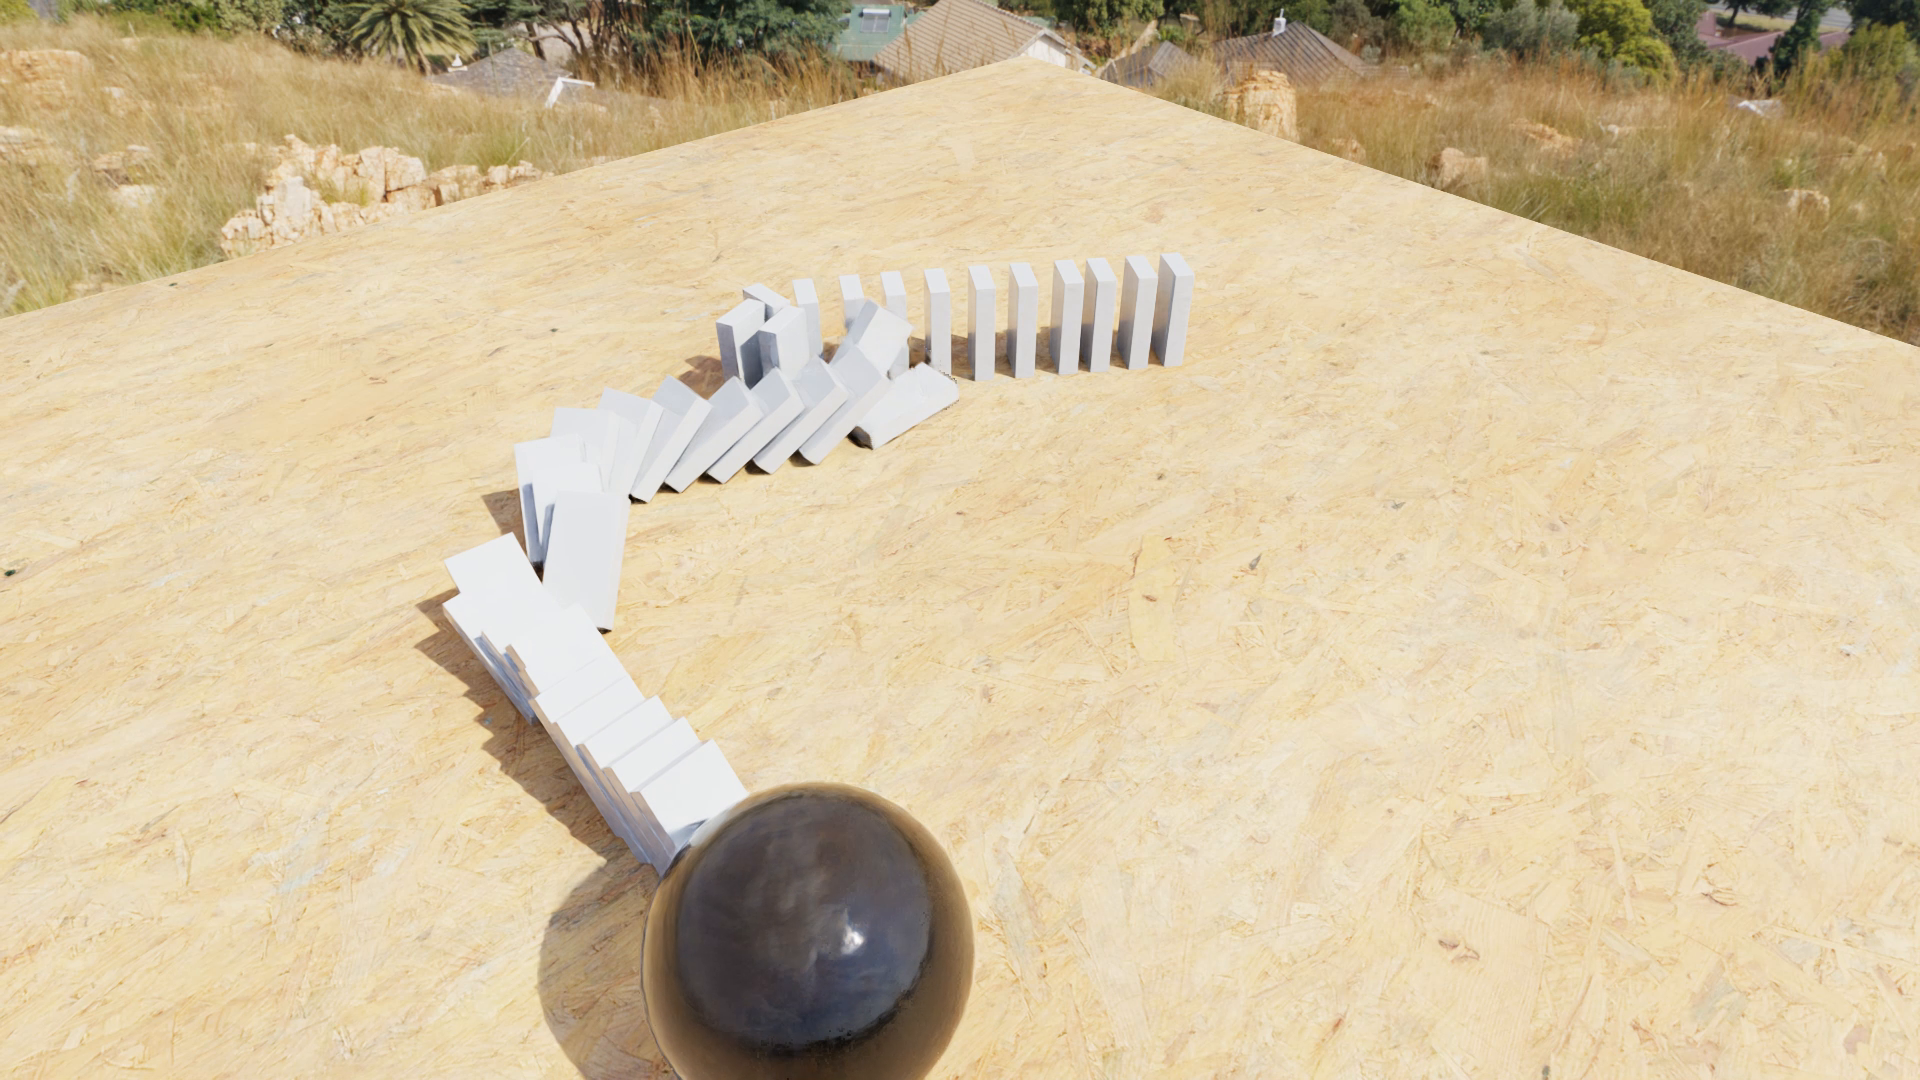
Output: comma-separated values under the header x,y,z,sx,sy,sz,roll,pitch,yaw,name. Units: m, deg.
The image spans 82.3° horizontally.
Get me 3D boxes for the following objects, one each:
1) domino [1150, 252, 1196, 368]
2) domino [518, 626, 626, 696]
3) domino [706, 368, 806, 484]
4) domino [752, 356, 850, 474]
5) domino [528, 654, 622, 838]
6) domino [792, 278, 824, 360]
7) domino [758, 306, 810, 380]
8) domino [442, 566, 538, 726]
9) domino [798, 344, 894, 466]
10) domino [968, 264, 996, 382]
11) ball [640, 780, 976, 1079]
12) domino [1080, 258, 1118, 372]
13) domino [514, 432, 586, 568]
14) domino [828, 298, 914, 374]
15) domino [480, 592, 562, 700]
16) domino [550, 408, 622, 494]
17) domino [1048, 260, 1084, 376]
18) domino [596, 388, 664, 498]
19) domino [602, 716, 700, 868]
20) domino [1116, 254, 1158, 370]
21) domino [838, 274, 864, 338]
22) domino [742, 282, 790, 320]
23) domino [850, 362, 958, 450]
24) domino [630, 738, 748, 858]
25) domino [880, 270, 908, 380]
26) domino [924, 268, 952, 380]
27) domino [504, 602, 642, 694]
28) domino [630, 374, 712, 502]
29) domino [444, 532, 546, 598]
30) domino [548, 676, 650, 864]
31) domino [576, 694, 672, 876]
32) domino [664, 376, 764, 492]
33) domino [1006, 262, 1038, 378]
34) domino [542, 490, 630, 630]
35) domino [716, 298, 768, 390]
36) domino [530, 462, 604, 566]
x,y,z,sx,sy,sz,roll,pitch,yaw,name
0.106,-0.115,0.552,0.009,0.050,0.025,-6,40,-7,domino
-0.114,0.056,0.349,0.025,0.050,0.010,-35,8,-35,domino
-0.092,-0.050,0.482,0.050,0.009,0.025,-41,45,9,domino
-0.074,-0.055,0.486,0.050,0.009,0.025,-43,50,10,domino
-0.108,0.063,0.339,0.025,0.050,0.010,-35,8,-35,domino
-0.073,-0.097,0.530,0.010,0.050,0.025,-8,40,-10,domino
-0.080,-0.080,0.509,0.009,0.050,0.025,16,42,18,domino
-0.152,0.036,0.380,0.025,0.009,0.050,-36,81,-33,domino
-0.055,-0.060,0.491,0.050,0.009,0.025,-45,57,8,domino
0.010,-0.106,0.541,0.009,0.050,0.025,-5,40,-7,domino
-0.036,0.099,0.267,0.080,0.080,0.080,0,39,0,ball
0.069,-0.112,0.548,0.010,0.050,0.025,-5,40,-6,domino
-0.161,-0.016,0.440,0.025,0.009,0.050,-11,76,-6,domino
-0.045,-0.084,0.511,0.009,0.050,0.025,40,12,37,domino
-0.135,0.044,0.370,0.025,0.010,0.050,-35,81,-35,domino
-0.158,-0.029,0.455,0.025,0.009,0.050,4,78,11,domino
0.053,-0.110,0.546,0.010,0.050,0.025,-5,40,-6,domino
-0.147,-0.037,0.466,0.025,0.010,0.050,17,82,20,domino
-0.079,0.080,0.320,0.025,0.050,0.010,-35,8,-35,domino
0.088,-0.114,0.550,0.010,0.050,0.025,-5,40,-6,domino
-0.051,-0.100,0.534,0.010,0.050,0.025,-7,40,-8,domino
-0.090,-0.095,0.527,0.009,0.050,0.025,-30,48,-31,domino
-0.029,-0.063,0.514,0.050,0.010,0.025,-34,49,-22,domino
-0.069,0.085,0.313,0.025,0.050,0.009,-35,8,-35,domino
-0.032,-0.102,0.536,0.009,0.050,0.025,-6,40,-7,domino
-0.011,-0.104,0.539,0.010,0.050,0.025,-6,40,-7,domino
-0.122,0.048,0.358,0.025,0.050,0.010,-37,7,-35,domino
-0.130,-0.044,0.473,0.025,0.010,0.050,36,92,35,domino
-0.161,0.025,0.394,0.025,0.010,0.050,-27,77,-28,domino
-0.099,0.069,0.332,0.025,0.050,0.009,-35,8,-35,domino
-0.088,0.074,0.326,0.025,0.050,0.010,-35,8,-35,domino
-0.110,-0.046,0.478,0.050,0.009,0.025,-41,45,6,domino
0.031,-0.108,0.544,0.010,0.050,0.025,-5,40,-6,domino
-0.140,0.007,0.411,0.025,0.010,0.050,4,79,4,domino
-0.099,-0.084,0.514,0.009,0.050,0.025,18,43,21,domino
-0.149,-0.004,0.427,0.025,0.010,0.050,-10,76,-12,domino
